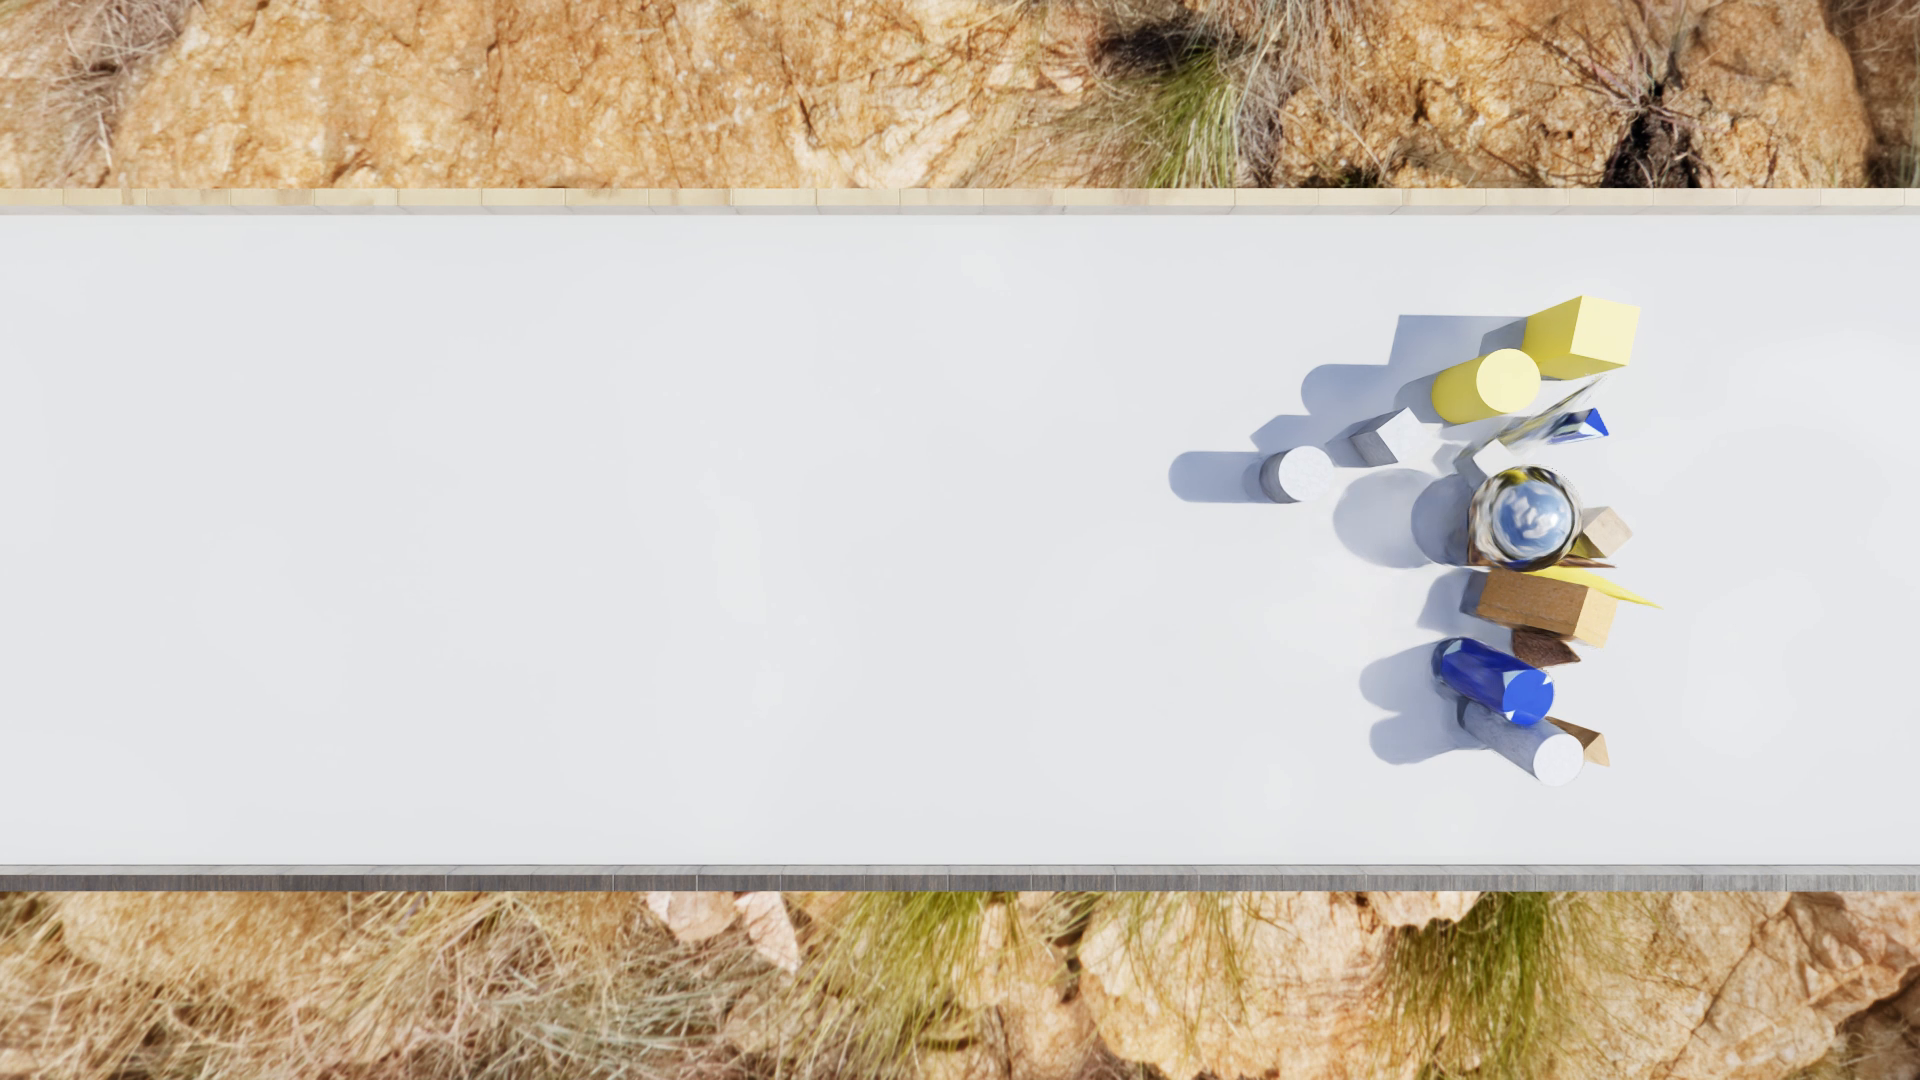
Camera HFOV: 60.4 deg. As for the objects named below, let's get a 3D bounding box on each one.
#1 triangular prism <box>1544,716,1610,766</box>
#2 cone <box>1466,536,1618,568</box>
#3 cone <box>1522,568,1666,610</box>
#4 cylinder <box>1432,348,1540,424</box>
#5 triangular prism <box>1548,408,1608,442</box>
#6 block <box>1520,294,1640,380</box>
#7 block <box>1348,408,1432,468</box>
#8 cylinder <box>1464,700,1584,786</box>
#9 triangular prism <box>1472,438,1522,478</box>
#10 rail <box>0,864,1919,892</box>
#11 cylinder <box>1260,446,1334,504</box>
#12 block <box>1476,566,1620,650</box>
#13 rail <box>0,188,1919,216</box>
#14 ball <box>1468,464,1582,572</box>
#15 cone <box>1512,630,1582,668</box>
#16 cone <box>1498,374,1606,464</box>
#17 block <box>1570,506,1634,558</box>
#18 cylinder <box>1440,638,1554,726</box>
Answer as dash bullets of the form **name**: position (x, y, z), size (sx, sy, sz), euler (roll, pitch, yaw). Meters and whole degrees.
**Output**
- **triangular prism**: position (1.814, 0.589, 4.902), size (0.099, 0.338, 0.086), euler (16, 91, -7)
- **cone**: position (1.743, 0.051, 4.909), size (0.432, 0.120, 0.120), euler (9, 90, 31)
- **cone**: position (1.907, 0.137, 4.942), size (0.412, 0.110, 0.110), euler (22, 90, 24)
- **cylinder**: position (1.540, -0.447, 4.853), size (0.180, 0.446, 0.180), euler (0, 90, 0)
- **triangular prism**: position (1.822, -0.341, 4.906), size (0.088, 0.341, 0.076), euler (4, 90, 0)
- **block**: position (1.814, -0.590, 4.855), size (0.167, 0.442, 0.167), euler (12, 90, 0)
- **block**: position (1.274, -0.302, 4.906), size (0.114, 0.341, 0.114), euler (-36, 90, 0)
- **cylinder**: position (1.658, 0.580, 4.869), size (0.158, 0.386, 0.158), euler (-3, 104, -13)
- **triangular prism**: position (1.686, -0.170, 4.961), size (0.301, 0.095, 0.083), euler (50, 131, 8)
- **rail**: position (-2.247, 1.025, 5.001), size (12.000, 0.150, 0.050), euler (0, 90, 0)
- **cylinder**: position (1.001, -0.191, 4.920), size (0.160, 0.312, 0.160), euler (0, 90, 0)
- **block**: position (1.735, 0.199, 4.885), size (0.150, 0.352, 0.150), euler (21, 87, -33)
- **rail**: position (-2.247, -1.025, 5.002), size (12.000, 0.150, 0.050), euler (0, 90, 0)
- **ball**: position (1.633, -0.061, 4.769), size (0.312, 0.312, 0.312), euler (0, 90, 0)
- **cone**: position (1.783, 0.334, 4.912), size (0.152, 0.312, 0.152), euler (0, 96, -4)
- **cone**: position (1.786, -0.377, 4.924), size (0.117, 0.117, 0.374), euler (44, 123, 0)
- **block**: position (1.854, -0.020, 4.904), size (0.107, 0.339, 0.107), euler (-42, 91, -3)
- **cylinder**: position (1.589, 0.416, 4.892), size (0.167, 0.332, 0.167), euler (-4, 103, -15)
